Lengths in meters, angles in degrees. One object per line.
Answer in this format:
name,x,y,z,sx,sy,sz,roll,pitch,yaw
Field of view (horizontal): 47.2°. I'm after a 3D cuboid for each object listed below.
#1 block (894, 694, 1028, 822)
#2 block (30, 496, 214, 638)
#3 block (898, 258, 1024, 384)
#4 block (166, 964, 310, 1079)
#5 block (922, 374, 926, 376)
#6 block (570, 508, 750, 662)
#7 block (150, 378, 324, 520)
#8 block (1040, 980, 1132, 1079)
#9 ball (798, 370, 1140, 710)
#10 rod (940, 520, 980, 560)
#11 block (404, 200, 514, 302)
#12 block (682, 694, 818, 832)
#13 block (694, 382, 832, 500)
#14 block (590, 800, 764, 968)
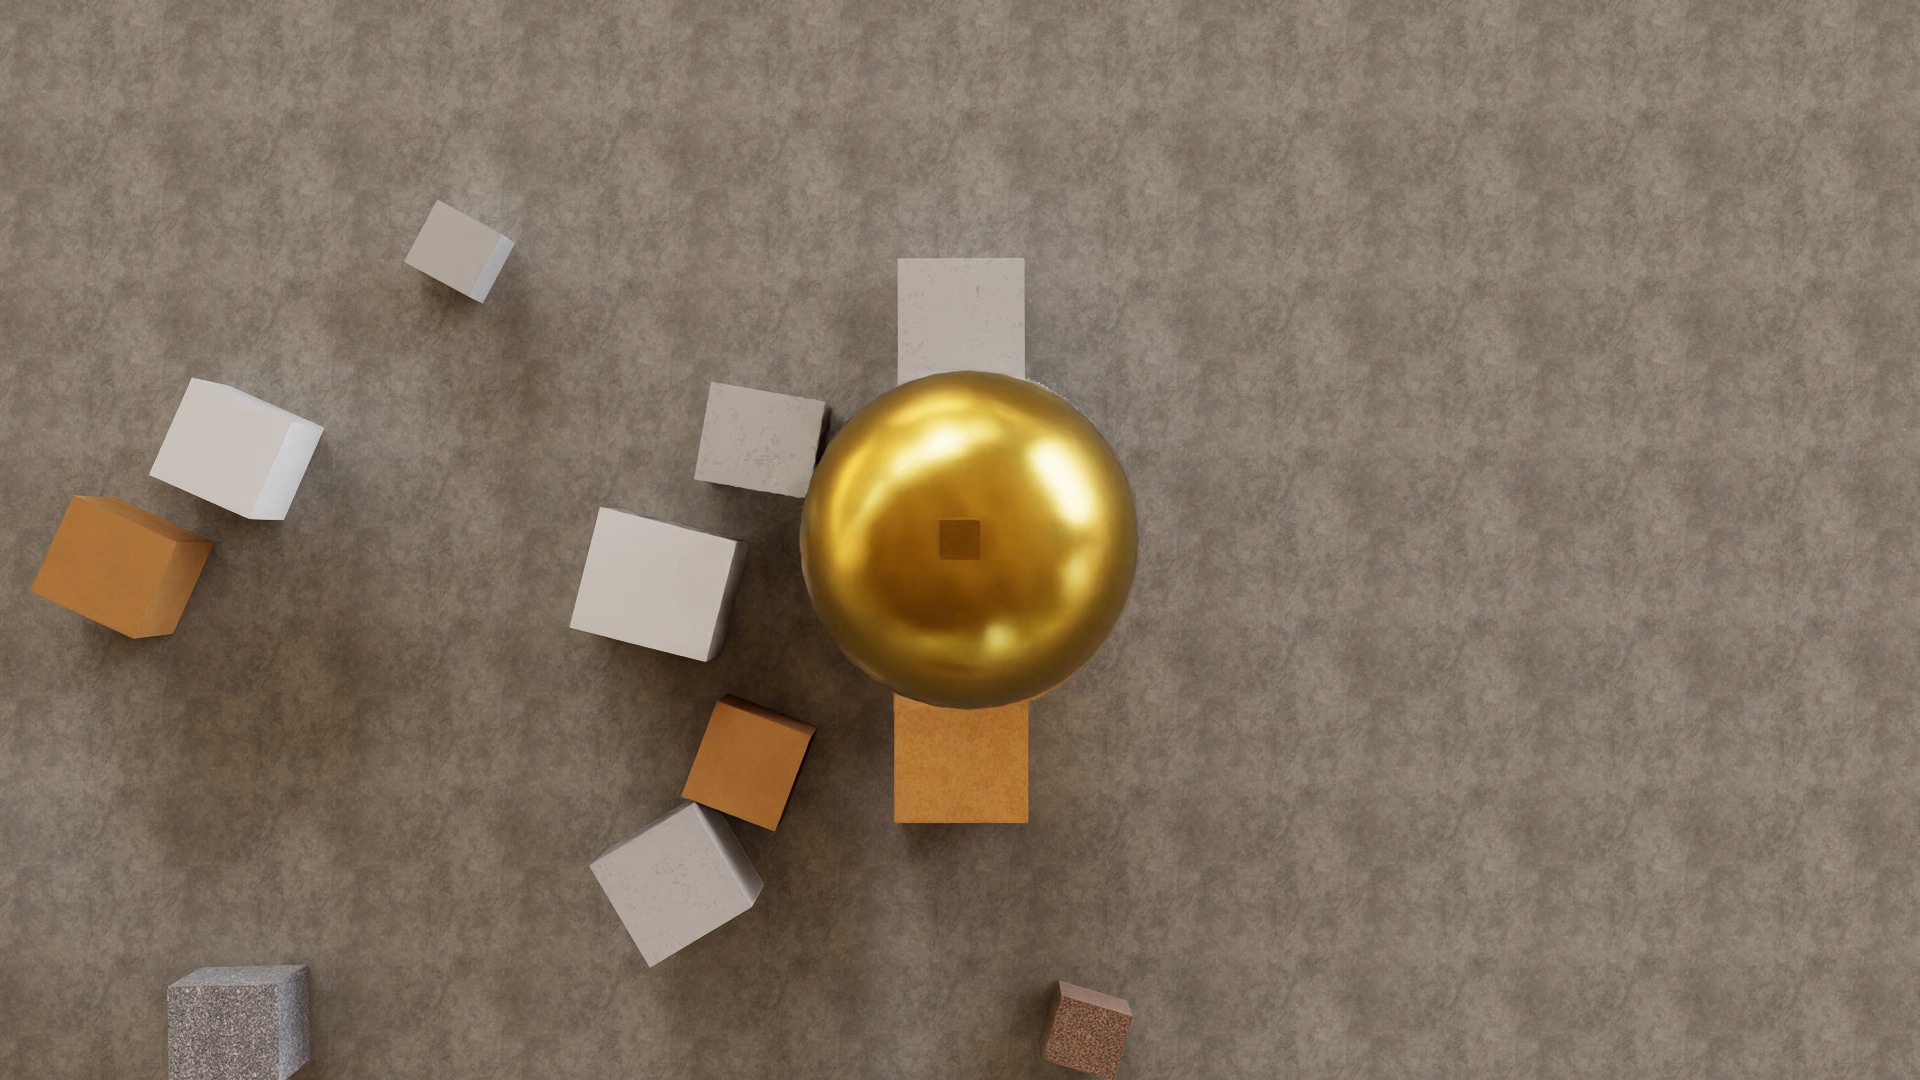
block,0.007,1.126,12.552,0.737,0.897,0.861,0,90,0
block,-4.821,0.151,12.687,0.641,0.625,0.595,25,90,0
block,0.007,-1.163,12.576,0.701,0.848,0.788,0,90,0
block,-4.162,2.800,12.713,0.625,0.575,0.564,-1,90,0
block,0.019,-0.464,11.903,0.566,0.678,0.599,8,115,0
block,-1.706,0.247,12.608,0.782,0.784,0.691,14,90,0
block,-4.158,-0.516,12.682,0.614,0.637,0.596,24,90,0
block,0.729,2.845,12.781,0.423,0.438,0.383,17,90,0
ball,0.042,0.000,10.353,1.600,1.600,1.600,0,90,0
rod,0.018,0.000,6.953,0.080,5.200,0.080,0,90,0
block,-2.911,-1.676,12.812,0.421,0.376,0.405,28,90,0
block,-1.205,1.274,12.692,0.566,0.616,0.574,21,90,0
block,-1.124,-0.559,12.670,0.652,0.660,0.556,10,90,0
block,-1.607,1.923,12.604,0.659,0.791,0.659,-31,90,0
